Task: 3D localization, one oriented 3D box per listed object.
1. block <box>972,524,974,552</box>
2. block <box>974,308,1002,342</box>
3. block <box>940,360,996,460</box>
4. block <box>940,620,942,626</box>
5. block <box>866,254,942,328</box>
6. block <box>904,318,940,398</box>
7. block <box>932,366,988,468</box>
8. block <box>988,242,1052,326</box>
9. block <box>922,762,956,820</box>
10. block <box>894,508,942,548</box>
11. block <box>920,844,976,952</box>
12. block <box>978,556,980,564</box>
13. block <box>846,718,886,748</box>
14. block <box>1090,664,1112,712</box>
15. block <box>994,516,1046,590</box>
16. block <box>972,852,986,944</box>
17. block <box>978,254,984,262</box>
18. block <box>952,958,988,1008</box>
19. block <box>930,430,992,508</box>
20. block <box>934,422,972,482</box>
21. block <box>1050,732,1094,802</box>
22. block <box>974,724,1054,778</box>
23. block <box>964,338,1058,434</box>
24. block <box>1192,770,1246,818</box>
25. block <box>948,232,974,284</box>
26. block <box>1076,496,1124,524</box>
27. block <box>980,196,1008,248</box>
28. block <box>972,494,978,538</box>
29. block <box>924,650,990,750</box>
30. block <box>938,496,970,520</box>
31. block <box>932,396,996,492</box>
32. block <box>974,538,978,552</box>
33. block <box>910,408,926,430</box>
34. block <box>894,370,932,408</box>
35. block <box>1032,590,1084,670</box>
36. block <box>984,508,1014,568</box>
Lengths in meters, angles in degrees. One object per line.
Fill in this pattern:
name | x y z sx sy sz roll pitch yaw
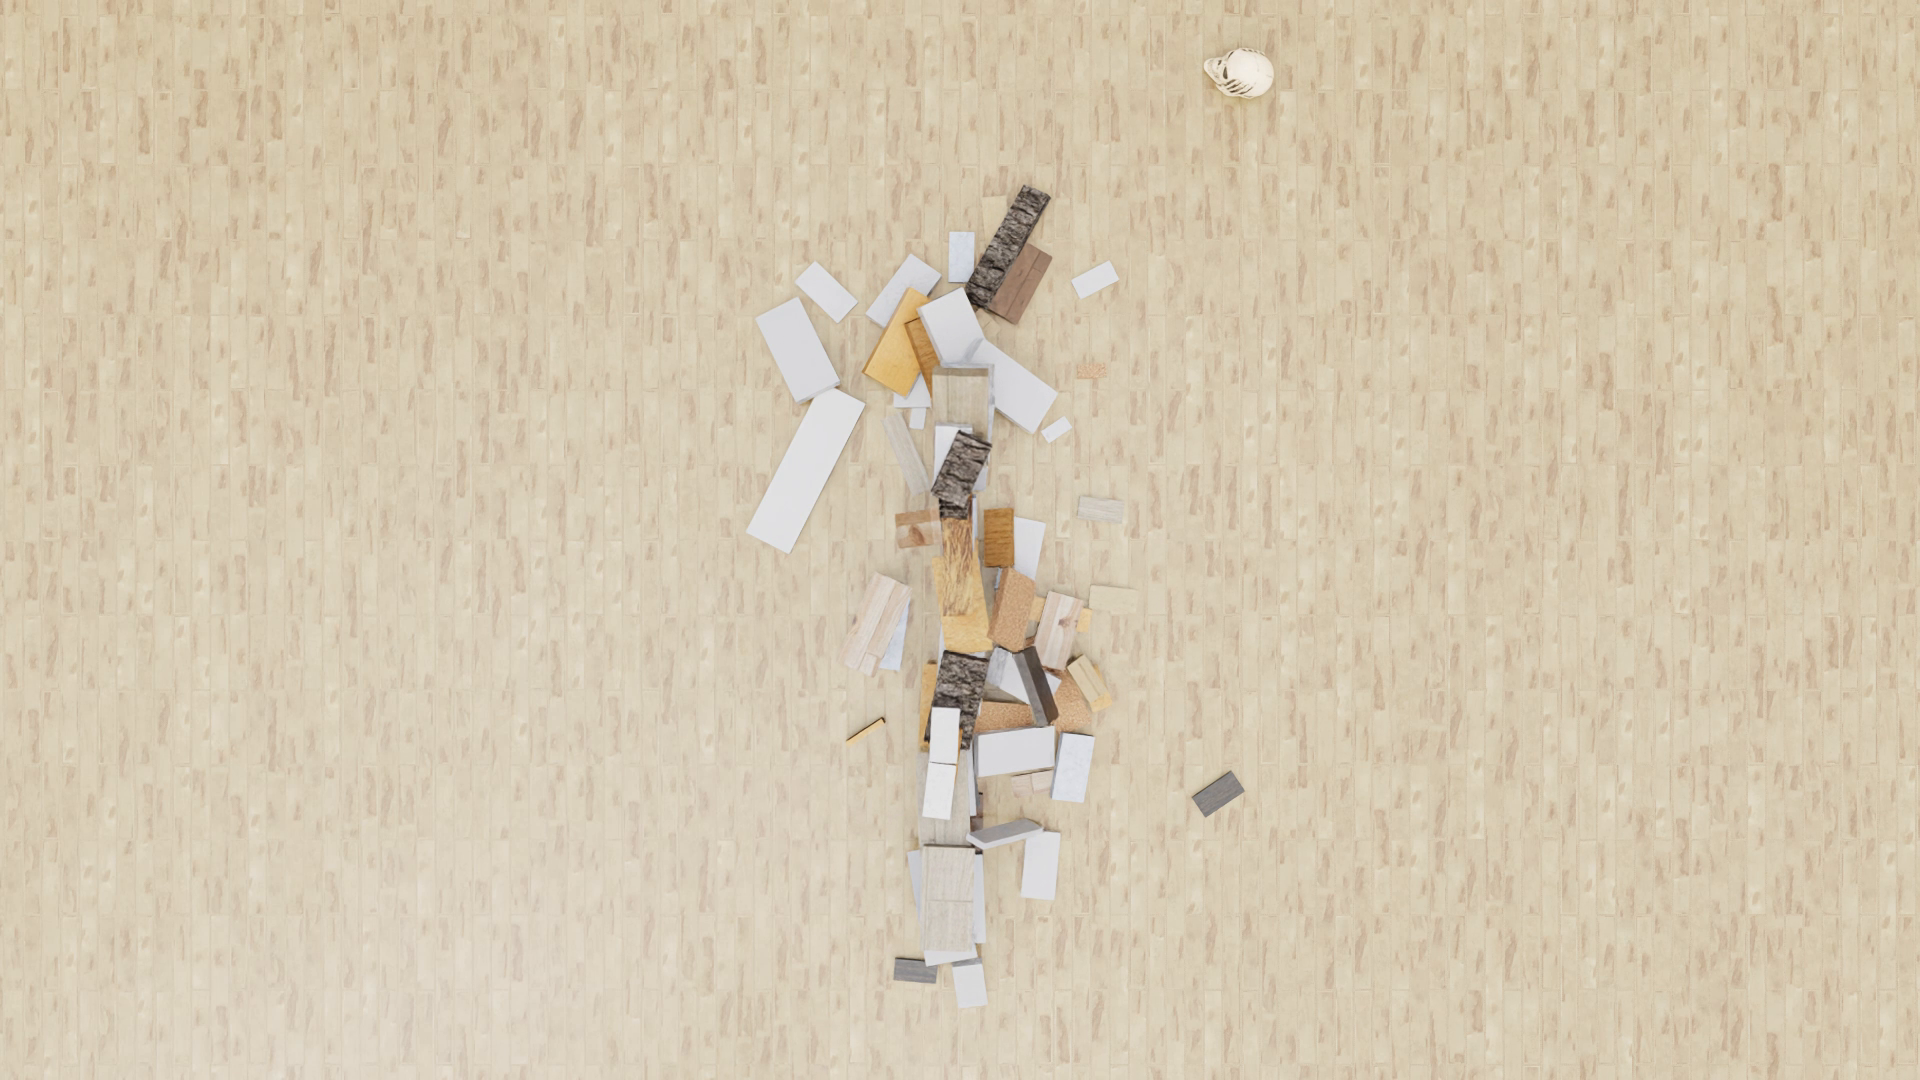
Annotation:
block | -0.007 0.053 5.380 0.108 0.030 0.215 1 84 0
block | 0.032 -0.667 5.465 0.198 0.028 0.099 -45 104 -2
block | 0.019 -0.417 5.355 0.174 0.049 0.347 4 129 2
block | -0.008 0.279 5.405 0.118 0.033 0.236 2 106 1
block | -0.186 -0.808 5.460 0.127 0.036 0.255 35 83 5
block | -0.051 -0.588 5.410 0.160 0.045 0.320 -24 103 -16
block | 0.002 -0.389 5.253 0.174 0.049 0.347 2 129 3
block | 0.191 -0.855 5.467 0.127 0.036 0.255 28 87 -8
block | -0.065 0.798 5.264 0.088 0.025 0.176 7 96 2
block | -0.136 -0.037 5.393 0.033 0.231 0.116 -7 90 -32
block | -0.040 1.139 5.251 0.166 0.047 0.331 2 92 1
block | 0.001 0.170 5.443 0.118 0.033 0.236 3 106 0
block | -0.313 0.636 5.464 0.143 0.072 0.020 -33 90 0
block | 0.450 0.494 5.490 0.072 0.020 0.144 -22 90 0
block | 0.200 0.054 5.471 0.123 0.035 0.247 12 85 0
block | 0.007 1.181 5.438 0.145 0.041 0.290 -2 90 0
block | 0.091 -0.864 5.488 0.084 0.024 0.167 10 90 0
block | 0.032 1.460 5.434 0.099 0.028 0.198 -7 123 0
block | 0.004 -0.225 5.252 0.116 0.033 0.231 23 116 -6
block | -0.021 -0.260 5.274 0.116 0.033 0.231 3 116 3
block | 0.371 0.752 5.464 0.112 0.032 0.223 9 93 -16
block | 0.179 0.688 5.414 0.277 0.039 0.139 -5 100 -24
block | 0.152 -0.502 5.395 0.320 0.045 0.160 34 84 -21
block | 0.859 0.846 5.489 0.159 0.023 0.080 -34 90 0
block | 0.005 -0.940 5.488 0.084 0.024 0.167 1 90 0
block | 0.468 -0.100 5.489 0.150 0.021 0.075 8 90 0
block | 0.119 -1.057 5.488 0.084 0.024 0.167 -5 90 0
block | 0.002 -0.045 5.443 0.108 0.030 0.215 -1 112 1
block | -0.012 0.515 5.292 0.149 0.042 0.299 12 101 -2
block | -0.017 -0.163 5.354 0.096 0.027 0.192 3 70 3
block | 0.012 -0.319 5.371 0.174 0.049 0.347 6 129 0
block | 0.002 0.097 5.456 0.108 0.030 0.215 2 106 0
block | -0.138 -0.417 5.493 0.047 0.013 0.095 8 90 0
block | -0.157 -0.578 5.474 0.127 0.036 0.279 -1 87 0
block | 0.318 0.299 5.449 0.121 0.034 0.242 16 90 0
block | 0.130 -0.008 5.452 0.096 0.027 0.192 -4 79 23
